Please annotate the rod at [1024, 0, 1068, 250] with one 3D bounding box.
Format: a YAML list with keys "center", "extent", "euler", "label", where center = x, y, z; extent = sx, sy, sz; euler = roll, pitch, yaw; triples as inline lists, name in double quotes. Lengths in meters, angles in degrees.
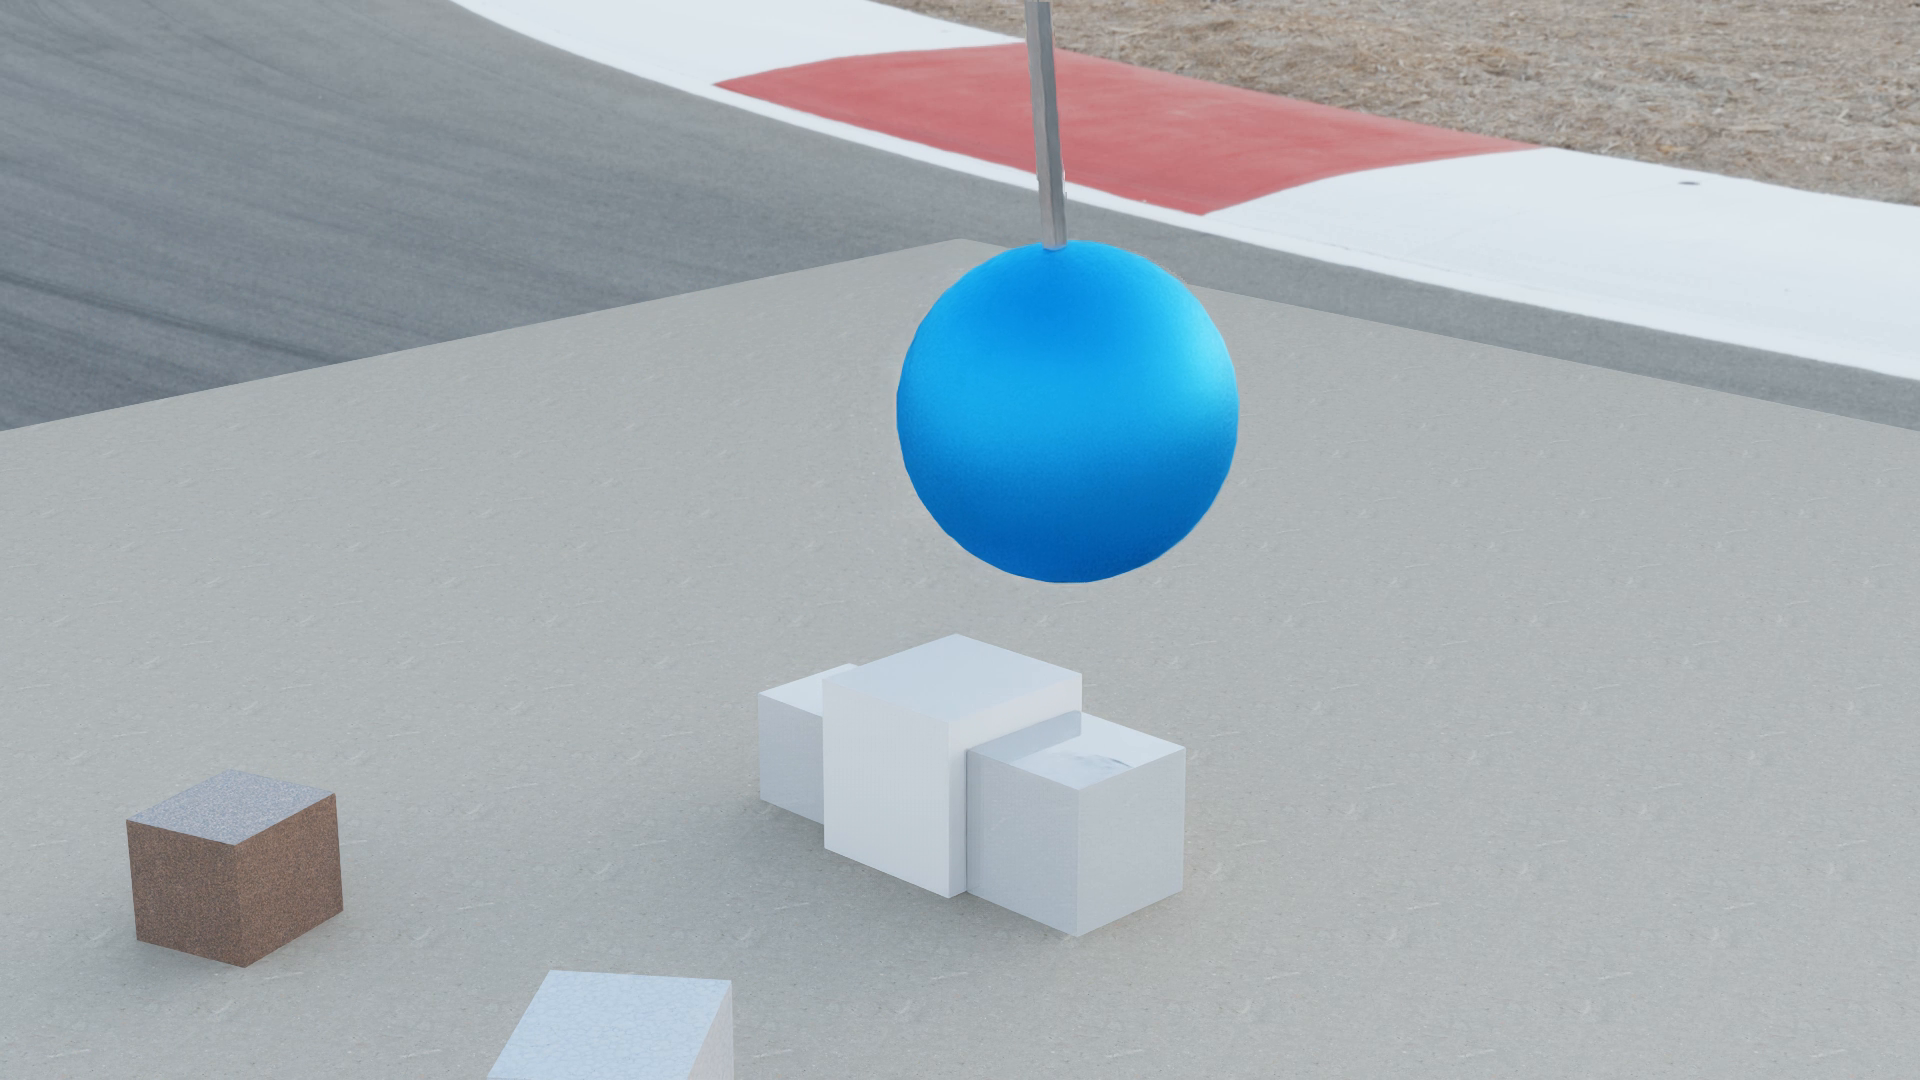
- center: [0.217, -3.733, 12.396]
  extent: [0.080, 5.200, 0.080]
  euler: [17, 31, 42]
  label: "rod"

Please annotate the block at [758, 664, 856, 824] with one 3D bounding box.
- center: [-0.531, 1.007, 14.222]
  extent: [0.655, 0.550, 0.601]
  euler: [17, 24, 42]
  label: "block"

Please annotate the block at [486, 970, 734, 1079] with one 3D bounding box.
- center: [-1.235, 2.075, 10.552]
  extent: [0.685, 0.714, 0.840]
  euler: [2, 18, 7]
  label: "block"

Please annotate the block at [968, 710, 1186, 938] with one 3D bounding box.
- center: [0.521, 1.260, 13.180]
  extent: [0.705, 0.693, 0.676]
  euler: [-17, 24, -42]
  label: "block"

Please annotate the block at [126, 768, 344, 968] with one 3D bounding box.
- center: [-3.170, 1.428, 12.852]
  extent: [0.603, 0.568, 0.660]
  euler: [9, 20, 26]
  label: "block"

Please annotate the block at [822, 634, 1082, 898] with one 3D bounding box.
- center: [-0.035, 1.032, 13.654]
  extent: [0.814, 0.844, 0.883]
  euler: [16, 24, 42]
  label: "block"

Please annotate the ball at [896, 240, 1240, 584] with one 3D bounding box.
- center: [0.501, -0.598, 13.679]
  extent: [1.600, 1.600, 1.600]
  euler: [0, 17, 0]
  label: "ball"
